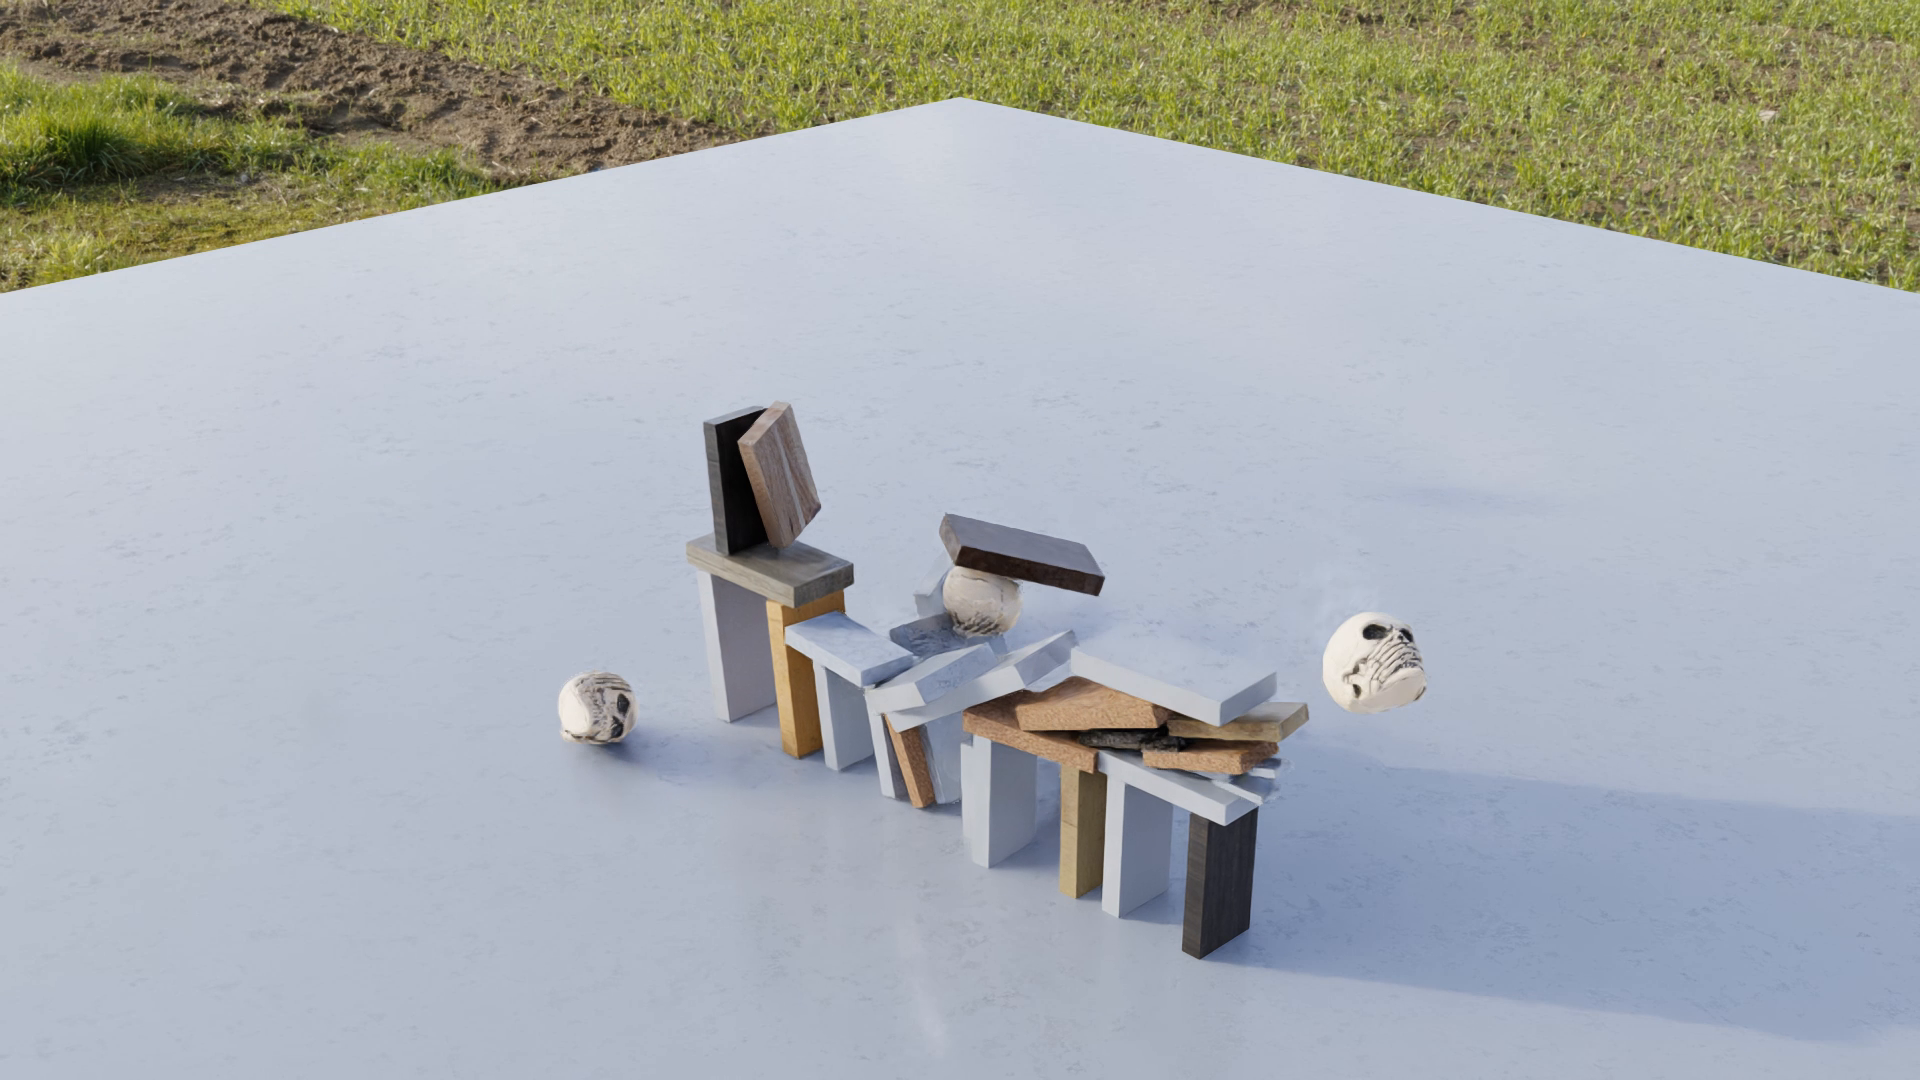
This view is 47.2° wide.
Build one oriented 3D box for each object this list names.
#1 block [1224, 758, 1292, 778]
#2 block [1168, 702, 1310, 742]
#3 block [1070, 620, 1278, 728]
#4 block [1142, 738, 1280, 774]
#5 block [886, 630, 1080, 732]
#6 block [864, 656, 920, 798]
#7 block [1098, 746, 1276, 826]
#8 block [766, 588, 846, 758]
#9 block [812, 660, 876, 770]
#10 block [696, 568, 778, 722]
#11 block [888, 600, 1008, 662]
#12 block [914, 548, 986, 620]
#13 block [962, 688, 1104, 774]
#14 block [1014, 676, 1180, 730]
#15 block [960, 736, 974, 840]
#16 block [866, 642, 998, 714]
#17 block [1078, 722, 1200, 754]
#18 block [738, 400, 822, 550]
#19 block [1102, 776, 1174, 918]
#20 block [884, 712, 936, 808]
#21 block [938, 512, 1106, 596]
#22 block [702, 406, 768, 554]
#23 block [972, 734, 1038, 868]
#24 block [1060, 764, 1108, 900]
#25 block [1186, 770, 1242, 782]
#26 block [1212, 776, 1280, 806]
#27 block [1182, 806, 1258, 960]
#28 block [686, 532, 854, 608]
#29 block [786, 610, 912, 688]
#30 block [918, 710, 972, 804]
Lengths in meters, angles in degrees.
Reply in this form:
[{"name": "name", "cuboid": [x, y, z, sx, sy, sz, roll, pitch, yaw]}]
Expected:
[{"name": "block", "cuboid": [0.520, 0.395, 3.842, 0.108, 0.015, 0.054, 1, 17, 44]}, {"name": "block", "cuboid": [0.487, 0.315, 3.855, 0.220, 0.031, 0.110, -1, 16, 36]}, {"name": "block", "cuboid": [0.376, 0.233, 3.892, 0.330, 0.047, 0.165, 18, 29, 39]}, {"name": "block", "cuboid": [0.444, 0.374, 3.908, 0.220, 0.031, 0.110, -1, 16, 46]}, {"name": "block", "cuboid": [0.042, 0.275, 4.237, 0.165, 0.047, 0.425, -29, 3, -39]}, {"name": "block", "cuboid": [-0.120, 0.383, 4.520, 0.037, 0.262, 0.131, 5, 20, 45]}, {"name": "block", "cuboid": [0.407, 0.421, 3.970, 0.291, 0.041, 0.145, 21, 30, 40]}, {"name": "block", "cuboid": [-0.313, 0.271, 4.679, 0.171, 0.343, 0.049, -21, 24, -40]}, {"name": "block", "cuboid": [-0.235, 0.338, 4.625, 0.131, 0.262, 0.037, -21, 23, -40]}, {"name": "block", "cuboid": [-0.475, 0.208, 4.828, 0.171, 0.343, 0.049, -21, 24, -41]}, {"name": "block", "cuboid": [-0.016, 0.241, 4.810, 0.047, 0.166, 0.332, -21, -4, 35]}, {"name": "block", "cuboid": [-0.017, 0.096, 5.235, 0.041, 0.144, 0.288, 9, 41, 25]}, {"name": "block", "cuboid": [0.165, 0.352, 4.134, 0.291, 0.041, 0.145, 15, 27, 32]}, {"name": "block", "cuboid": [0.278, 0.294, 4.011, 0.330, 0.047, 0.165, -6, 13, 45]}, {"name": "block", "cuboid": [0.049, 0.481, 4.359, 0.029, 0.208, 0.104, 16, 28, 37]}, {"name": "block", "cuboid": [-0.057, 0.271, 4.277, 0.166, 0.047, 0.332, -28, 2, -20]}, {"name": "block", "cuboid": [0.334, 0.344, 3.989, 0.220, 0.031, 0.110, 1, 17, 41]}, {"name": "block", "cuboid": [-0.380, -0.136, 4.660, 0.041, 0.288, 0.144, 14, 47, 29]}, {"name": "block", "cuboid": [0.334, 0.546, 4.101, 0.145, 0.291, 0.041, -21, 32, -41]}, {"name": "block", "cuboid": [-0.080, 0.430, 4.489, 0.104, 0.208, 0.029, -23, 9, -43]}, {"name": "block", "cuboid": [0.132, 0.031, 4.700, 0.332, 0.047, 0.166, 13, 21, -19]}, {"name": "block", "cuboid": [-0.464, -0.128, 4.680, 0.041, 0.288, 0.144, 14, 26, 42]}, {"name": "block", "cuboid": [0.088, 0.477, 4.263, 0.041, 0.291, 0.145, 19, 30, 36]}, {"name": "block", "cuboid": [0.254, 0.520, 4.162, 0.041, 0.291, 0.145, 20, 30, 39]}, {"name": "block", "cuboid": [0.452, 0.403, 3.915, 0.108, 0.015, 0.054, 11, 24, 44]}, {"name": "block", "cuboid": [0.503, 0.432, 3.873, 0.108, 0.015, 0.054, 21, 30, 39]}, {"name": "block", "cuboid": [0.471, 0.599, 3.975, 0.145, 0.291, 0.041, -21, 32, -41]}, {"name": "block", "cuboid": [-0.407, 0.049, 4.696, 0.343, 0.049, 0.171, 20, 30, 39]}, {"name": "block", "cuboid": [-0.229, 0.222, 4.514, 0.131, 0.037, 0.262, -18, 29, -36]}, {"name": "block", "cuboid": [-0.023, 0.424, 4.495, 0.104, 0.208, 0.029, -16, 4, -38]}]
